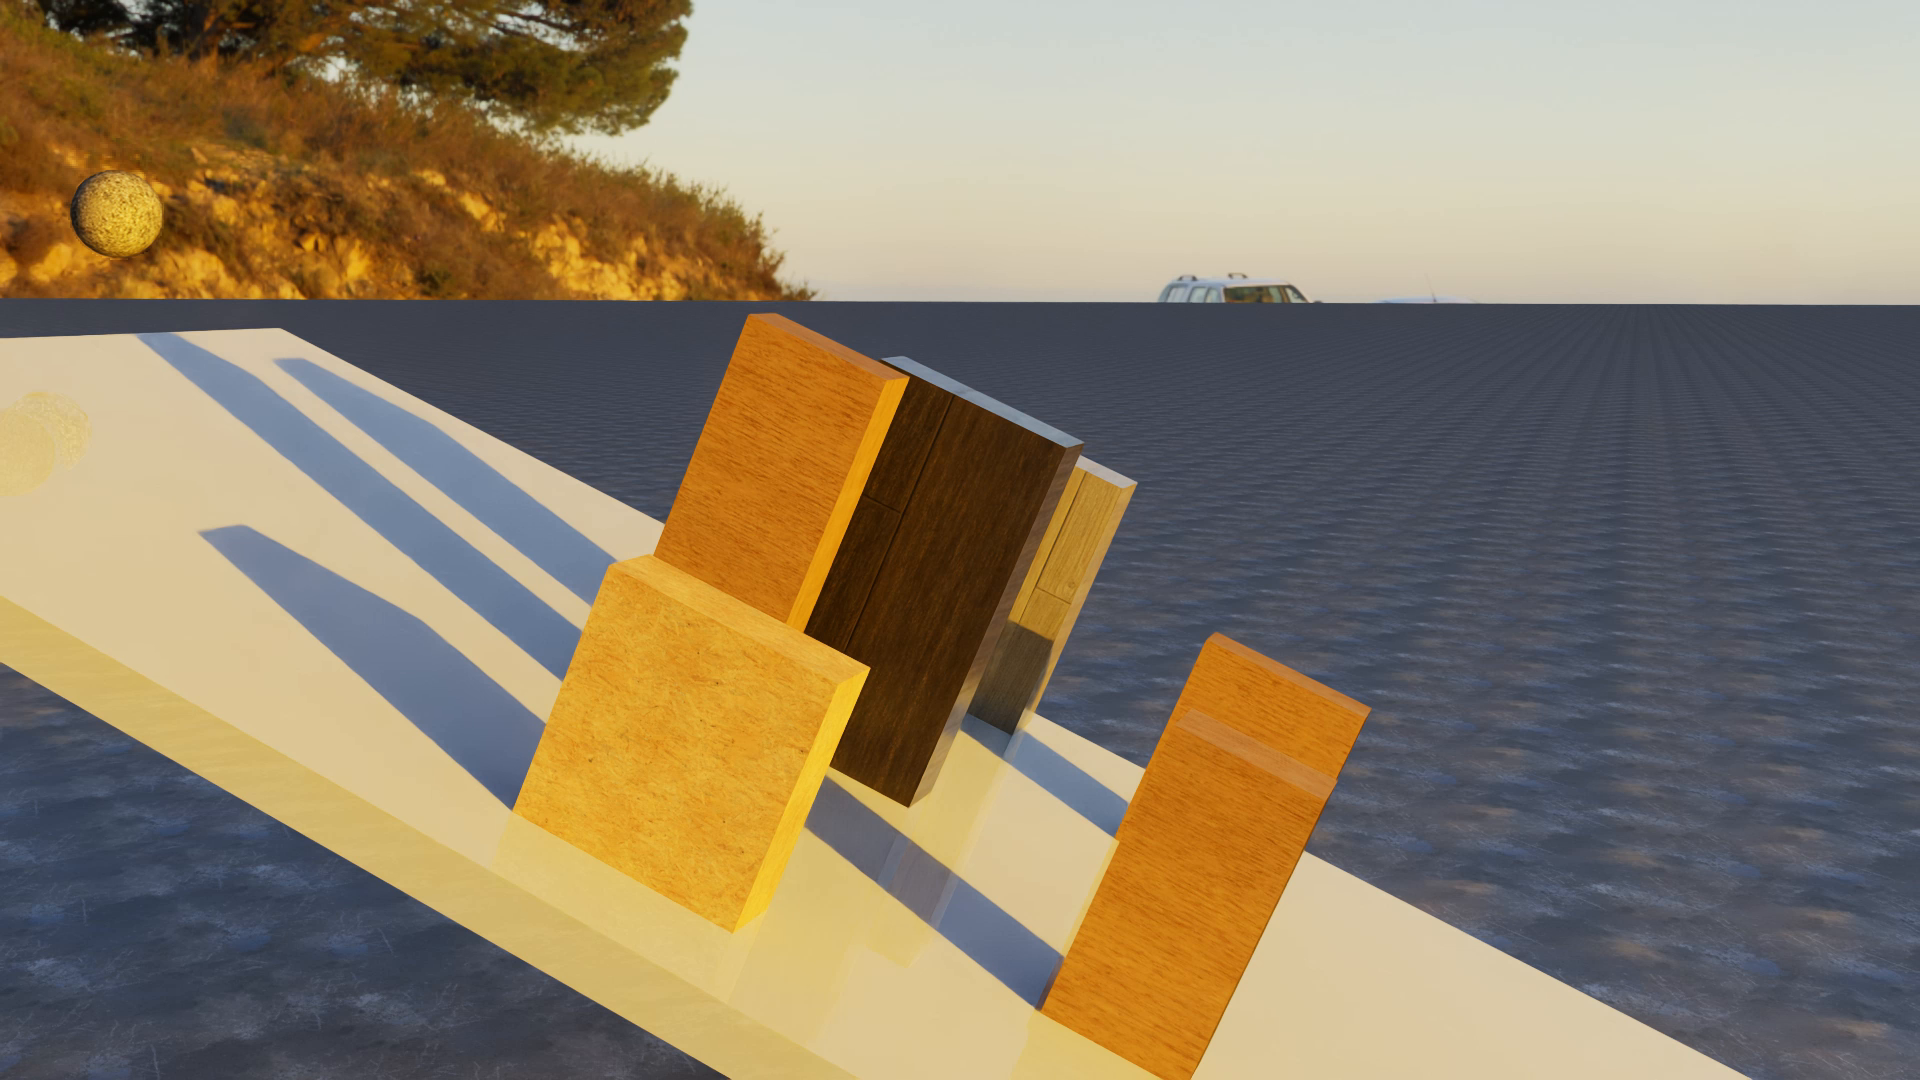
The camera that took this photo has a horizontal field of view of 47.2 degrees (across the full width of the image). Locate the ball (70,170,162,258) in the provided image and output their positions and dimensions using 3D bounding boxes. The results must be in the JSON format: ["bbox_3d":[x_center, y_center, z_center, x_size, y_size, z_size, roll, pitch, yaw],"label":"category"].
[{"bbox_3d":[-1.862,-0.720,4.857,0.191,0.191,0.191,0,7,0],"label":"ball"}]

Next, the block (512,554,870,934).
[{"bbox_3d":[-0.423,0.314,3.447,0.409,0.437,0.144,26,13,13],"label":"block"}]

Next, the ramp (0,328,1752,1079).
[{"bbox_3d":[-0.282,0.489,4.181,4.000,0.100,2.000,26,13,13],"label":"ramp"}]

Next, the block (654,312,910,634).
[{"bbox_3d":[-0.380,0.008,3.962,0.278,0.783,0.127,26,13,13],"label":"block"}]

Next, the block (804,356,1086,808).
[{"bbox_3d":[-0.103,0.078,4.210,0.394,0.759,0.140,26,13,13],"label":"block"}]

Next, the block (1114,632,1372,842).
[{"bbox_3d":[0.571,0.474,4.456,0.348,0.460,0.105,26,13,13],"label":"block"}]

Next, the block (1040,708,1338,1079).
[{"bbox_3d":[0.368,0.576,3.544,0.260,0.534,0.143,26,13,13],"label":"block"}]

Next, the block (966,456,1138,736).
[{"bbox_3d":[0.123,0.088,4.892,0.300,0.607,0.148,26,13,13],"label":"block"}]
